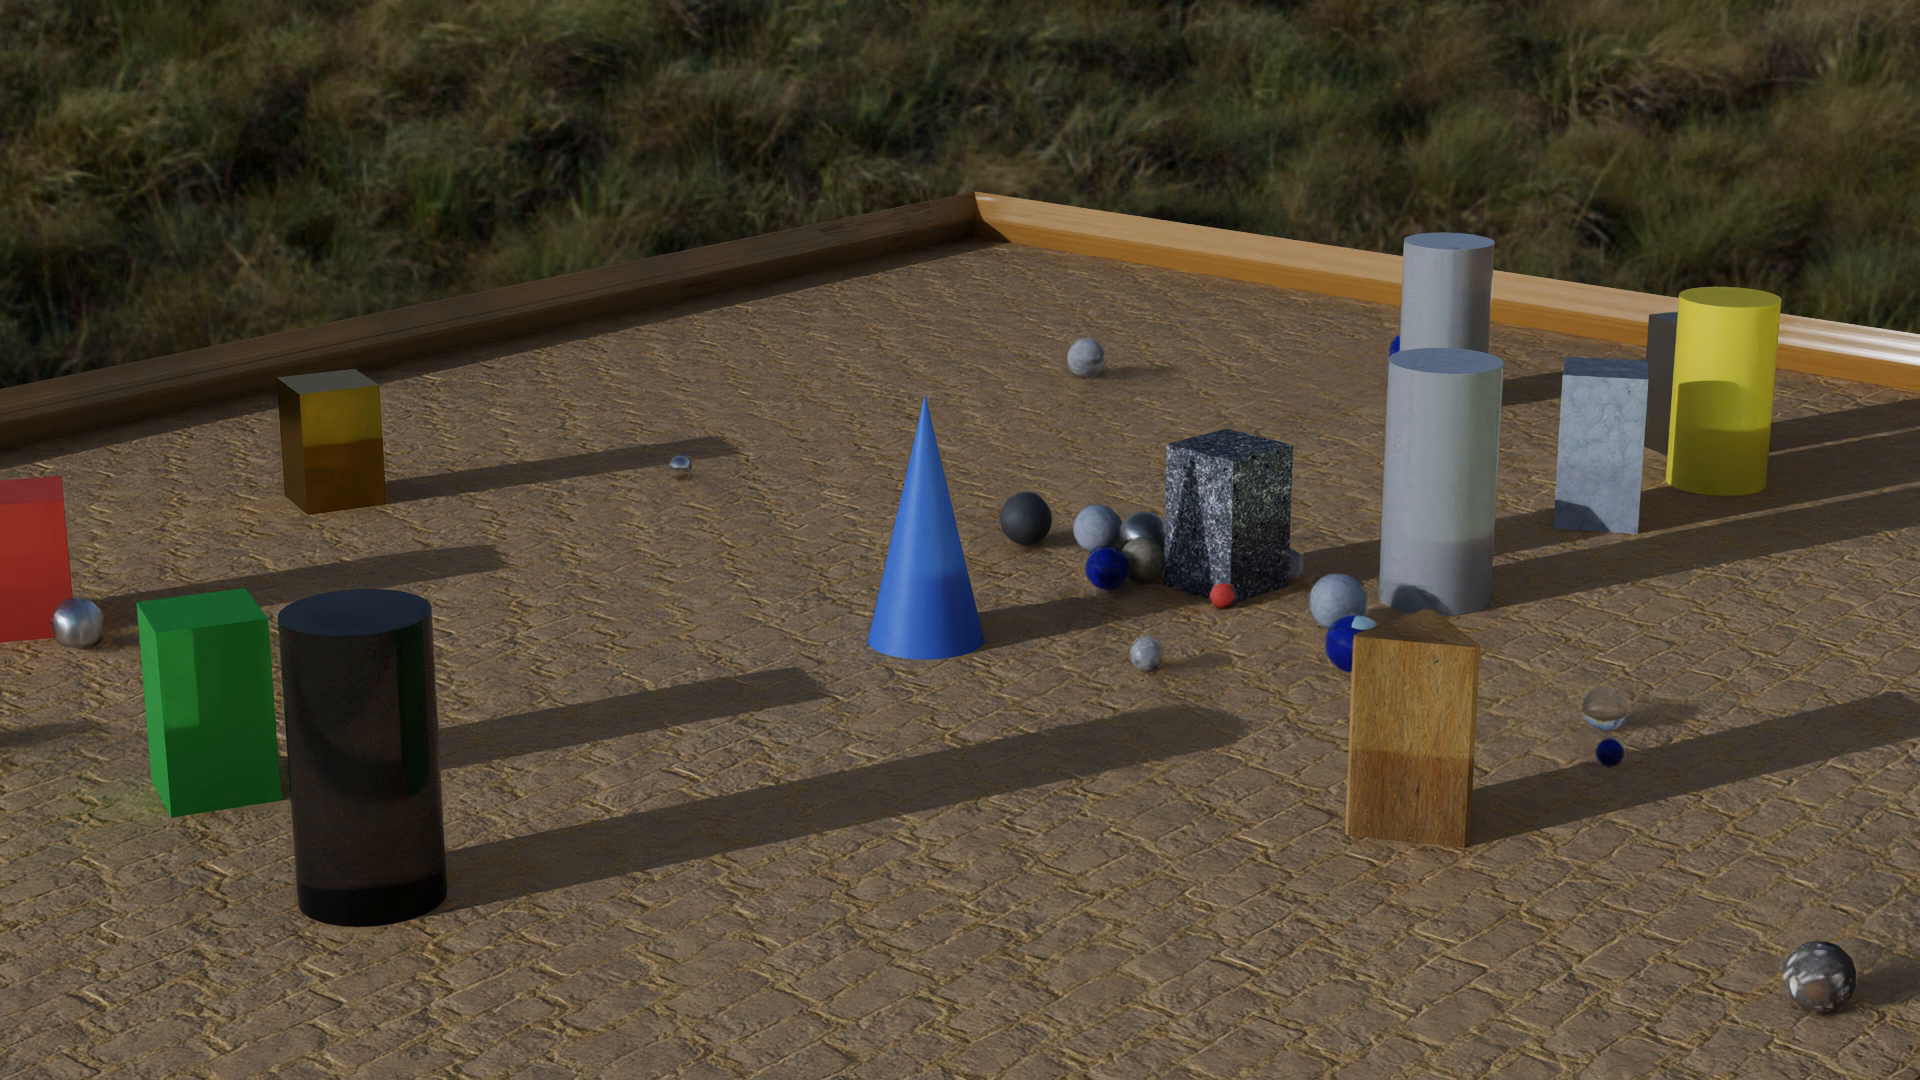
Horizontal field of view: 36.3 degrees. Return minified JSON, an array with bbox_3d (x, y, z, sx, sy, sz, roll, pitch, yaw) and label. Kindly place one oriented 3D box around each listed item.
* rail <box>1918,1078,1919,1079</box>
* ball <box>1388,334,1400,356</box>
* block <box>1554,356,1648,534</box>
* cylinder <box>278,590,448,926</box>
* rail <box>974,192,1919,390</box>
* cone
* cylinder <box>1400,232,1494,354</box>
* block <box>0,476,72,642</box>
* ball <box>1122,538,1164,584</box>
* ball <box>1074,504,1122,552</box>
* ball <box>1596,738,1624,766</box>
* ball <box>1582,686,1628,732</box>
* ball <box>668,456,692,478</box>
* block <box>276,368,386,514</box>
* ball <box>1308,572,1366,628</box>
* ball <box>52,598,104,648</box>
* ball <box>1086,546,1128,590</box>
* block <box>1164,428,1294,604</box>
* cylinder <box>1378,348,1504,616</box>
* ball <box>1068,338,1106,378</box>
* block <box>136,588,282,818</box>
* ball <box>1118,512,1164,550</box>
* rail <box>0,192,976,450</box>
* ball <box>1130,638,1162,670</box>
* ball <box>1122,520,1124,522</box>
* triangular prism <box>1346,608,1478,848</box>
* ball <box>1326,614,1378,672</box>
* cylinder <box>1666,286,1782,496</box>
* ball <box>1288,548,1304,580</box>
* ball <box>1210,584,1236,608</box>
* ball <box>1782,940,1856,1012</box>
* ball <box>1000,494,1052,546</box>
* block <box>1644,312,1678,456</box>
[{"bbox_3d":[1.592,0.431,3.797,0.045,0.126,5.035,14,22,39],"label":"rail"},{"bbox_3d":[1.029,-0.434,6.735,0.087,0.087,0.087,0,17,0],"label":"ball"},{"bbox_3d":[1.209,-0.180,5.532,0.155,0.296,0.155,4,17,12],"label":"block"},{"bbox_3d":[-0.777,0.282,3.825,0.194,0.396,0.194,0,17,0],"label":"cylinder"},{"bbox_3d":[1.635,-0.512,6.923,4.265,0.126,0.045,14,22,39],"label":"rail"},{"bbox_3d":[-0.057,-0.035,4.830,0.194,0.424,0.194,0,17,0],"label":"cone"},{"bbox_3d":[1.059,-0.475,6.399,0.194,0.360,0.194,0,17,0],"label":"cylinder"},{"bbox_3d":[-1.580,0.032,4.930,0.155,0.237,0.155,-5,18,-17],"label":"block"},{"bbox_3d":[0.323,0.036,5.188,0.081,0.081,0.081,0,17,0],"label":"ball"},{"bbox_3d":[0.252,-0.020,5.360,0.089,0.089,0.089,0,17,0],"label":"ball"},{"bbox_3d":[0.961,0.314,4.336,0.041,0.041,0.041,0,17,0],"label":"ball"},{"bbox_3d":[0.985,0.257,4.474,0.070,0.070,0.070,0,17,0],"label":"ball"},{"bbox_3d":[-0.559,-0.145,5.850,0.046,0.046,0.046,0,17,0],"label":"ball"},{"bbox_3d":[-1.216,-0.192,5.672,0.155,0.237,0.155,-9,19,-27],"label":"block"},{"bbox_3d":[0.636,0.104,4.936,0.097,0.097,0.097,0,17,0],"label":"ball"},{"bbox_3d":[-1.458,0.138,4.847,0.083,0.083,0.083,0,17,0],"label":"ball"},{"bbox_3d":[0.258,0.050,5.148,0.076,0.076,0.076,0,17,0],"label":"ball"},{"bbox_3d":[0.470,-0.043,5.143,0.155,0.258,0.155,-15,23,-41],"label":"block"},{"bbox_3d":[0.826,-0.102,5.048,0.194,0.425,0.194,0,17,0],"label":"cylinder"},{"bbox_3d":[0.288,-0.412,6.660,0.089,0.089,0.089,0,17,0],"label":"ball"},{"bbox_3d":[-1.077,0.231,4.204,0.155,0.275,0.155,-8,18,-24],"label":"block"},{"bbox_3d":[0.333,-0.006,5.309,0.091,0.091,0.091,0,17,0],"label":"ball"},{"bbox_3d":[-1.592,-0.368,6.444,0.045,0.126,5.035,14,22,39],"label":"rail"},{"bbox_3d":[0.301,0.185,4.741,0.053,0.053,0.053,0,17,0],"label":"ball"},{"bbox_3d":[0.315,-0.013,5.394,0.055,0.055,0.055,0,17,0],"label":"ball"},{"bbox_3d":[0.638,0.257,4.090,0.168,0.292,0.146,5,17,15],"label":"triangular prism"},{"bbox_3d":[0.637,0.167,4.728,0.095,0.095,0.095,0,17,0],"label":"ball"},{"bbox_3d":[1.501,-0.294,5.771,0.194,0.376,0.194,0,17,0],"label":"cylinder"},{"bbox_3d":[0.582,0.043,5.207,0.057,0.057,0.057,0,17,0],"label":"ball"},{"bbox_3d":[0.453,0.096,5.053,0.043,0.043,0.043,0,17,0],"label":"ball"},{"bbox_3d":[1.040,0.528,3.548,0.086,0.086,0.086,0,17,0],"label":"ball"},{"bbox_3d":[0.122,-0.038,5.407,0.096,0.096,0.096,0,17,0],"label":"ball"},{"bbox_3d":[1.516,-0.318,6.021,0.155,0.277,0.155,-6,18,-20],"label":"block"}]
